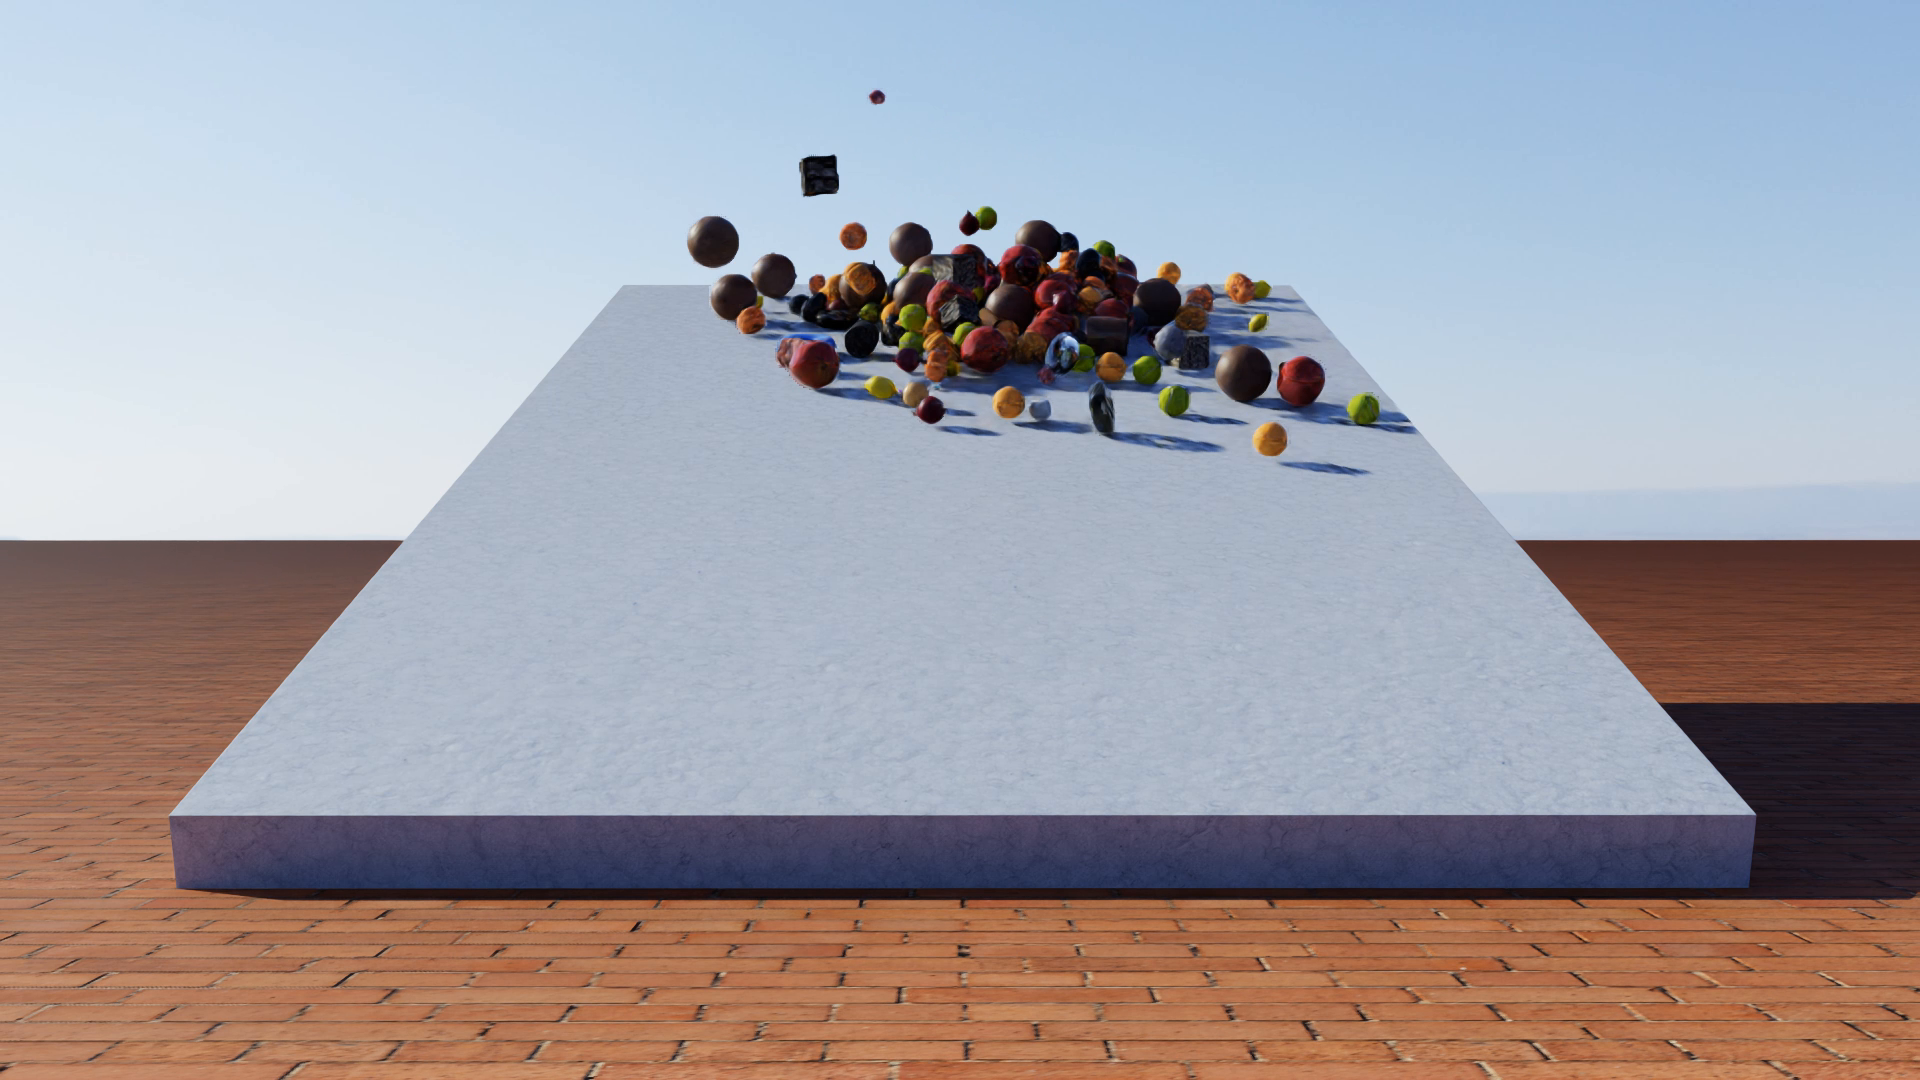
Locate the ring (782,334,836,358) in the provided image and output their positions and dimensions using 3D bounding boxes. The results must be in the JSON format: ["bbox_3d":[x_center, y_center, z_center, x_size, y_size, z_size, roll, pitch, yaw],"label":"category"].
[{"bbox_3d":[-0.385,-0.491,5.590,0.145,0.048,0.145,1,15,0],"label":"ring"}]

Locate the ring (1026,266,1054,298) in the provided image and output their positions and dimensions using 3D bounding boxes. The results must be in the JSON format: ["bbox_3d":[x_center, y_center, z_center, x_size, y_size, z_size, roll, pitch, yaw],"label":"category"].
[{"bbox_3d":[0.224,-0.747,6.395,0.102,0.102,0.034,0,-28,-23],"label":"ring"}]

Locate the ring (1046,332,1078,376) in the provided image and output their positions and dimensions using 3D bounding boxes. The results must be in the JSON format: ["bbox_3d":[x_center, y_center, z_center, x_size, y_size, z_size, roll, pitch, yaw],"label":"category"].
[{"bbox_3d":[0.244,-0.444,5.293,0.037,0.111,0.111,17,-9,-30],"label":"ring"}]

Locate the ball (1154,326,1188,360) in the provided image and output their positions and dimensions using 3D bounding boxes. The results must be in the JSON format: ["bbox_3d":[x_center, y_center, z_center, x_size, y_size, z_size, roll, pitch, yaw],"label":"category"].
[{"bbox_3d":[0.480,-0.449,5.033,0.076,0.076,0.076,0,0,0],"label":"ball"}]

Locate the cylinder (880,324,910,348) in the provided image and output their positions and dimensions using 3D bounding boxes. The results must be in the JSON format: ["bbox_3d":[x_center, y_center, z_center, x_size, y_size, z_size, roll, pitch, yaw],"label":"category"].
[{"bbox_3d":[-0.164,-0.517,5.588,0.054,0.054,0.054,-11,6,-29],"label":"cylinder"}]

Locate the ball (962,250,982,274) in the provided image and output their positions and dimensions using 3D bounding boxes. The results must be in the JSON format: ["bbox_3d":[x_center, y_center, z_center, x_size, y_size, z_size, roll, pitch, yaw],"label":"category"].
[{"bbox_3d":[0.028,-0.828,6.620,0.076,0.076,0.076,0,0,0],"label":"ball"}]

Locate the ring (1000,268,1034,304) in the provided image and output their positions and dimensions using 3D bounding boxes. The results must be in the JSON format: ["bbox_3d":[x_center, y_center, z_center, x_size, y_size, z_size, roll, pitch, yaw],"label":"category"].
[{"bbox_3d":[0.159,-0.702,6.116,0.101,0.101,0.034,0,11,22],"label":"ring"}]

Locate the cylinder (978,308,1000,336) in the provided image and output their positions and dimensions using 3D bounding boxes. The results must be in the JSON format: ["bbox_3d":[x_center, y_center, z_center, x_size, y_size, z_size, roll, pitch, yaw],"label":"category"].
[{"bbox_3d":[0.069,-0.563,5.689,0.052,0.052,0.052,40,8,9],"label":"cylinder"}]

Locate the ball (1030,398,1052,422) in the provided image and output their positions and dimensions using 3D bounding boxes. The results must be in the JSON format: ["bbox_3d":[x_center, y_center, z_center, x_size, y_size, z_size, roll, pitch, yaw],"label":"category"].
[{"bbox_3d":[0.178,-0.288,4.885,0.051,0.051,0.051,0,0,0],"label":"ball"}]

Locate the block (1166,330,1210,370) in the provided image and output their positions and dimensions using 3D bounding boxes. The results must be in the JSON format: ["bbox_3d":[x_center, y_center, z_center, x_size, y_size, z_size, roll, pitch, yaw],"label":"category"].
[{"bbox_3d":[0.562,-0.471,5.470,0.079,0.079,0.079,-6,17,-21],"label":"block"}]

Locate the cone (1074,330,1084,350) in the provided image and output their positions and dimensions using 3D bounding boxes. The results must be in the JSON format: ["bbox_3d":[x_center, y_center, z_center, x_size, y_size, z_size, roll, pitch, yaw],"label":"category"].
[{"bbox_3d":[0.293,-0.507,5.684,0.054,0.054,0.054,-18,-11,37],"label":"cone"}]

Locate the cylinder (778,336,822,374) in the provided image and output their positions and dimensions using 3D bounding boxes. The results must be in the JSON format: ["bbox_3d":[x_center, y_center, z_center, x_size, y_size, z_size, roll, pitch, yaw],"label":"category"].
[{"bbox_3d":[-0.392,-0.453,5.405,0.077,0.077,0.077,18,11,37],"label":"cylinder"}]

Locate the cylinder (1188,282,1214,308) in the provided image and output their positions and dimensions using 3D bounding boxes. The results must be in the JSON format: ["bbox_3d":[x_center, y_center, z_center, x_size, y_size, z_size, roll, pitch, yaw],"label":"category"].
[{"bbox_3d":[0.681,-0.691,6.240,0.056,0.056,0.056,-22,4,-10],"label":"cylinder"}]

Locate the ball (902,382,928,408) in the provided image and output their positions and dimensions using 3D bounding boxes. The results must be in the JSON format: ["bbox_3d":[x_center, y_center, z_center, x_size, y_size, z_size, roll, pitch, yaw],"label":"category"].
[{"bbox_3d":[-0.101,-0.329,5.009,0.060,0.060,0.060,0,0,0],"label":"ball"}]

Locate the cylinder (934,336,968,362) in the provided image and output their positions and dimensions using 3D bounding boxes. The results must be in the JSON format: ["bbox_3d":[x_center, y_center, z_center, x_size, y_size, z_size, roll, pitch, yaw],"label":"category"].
[{"bbox_3d":[-0.022,-0.476,5.520,0.059,0.059,0.059,11,7,34],"label":"cylinder"}]

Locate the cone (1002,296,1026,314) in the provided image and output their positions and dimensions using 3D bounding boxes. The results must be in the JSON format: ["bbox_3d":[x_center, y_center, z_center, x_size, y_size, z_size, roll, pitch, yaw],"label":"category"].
[{"bbox_3d":[0.135,-0.656,6.186,0.078,0.078,0.078,0,-12,-23],"label":"cone"}]

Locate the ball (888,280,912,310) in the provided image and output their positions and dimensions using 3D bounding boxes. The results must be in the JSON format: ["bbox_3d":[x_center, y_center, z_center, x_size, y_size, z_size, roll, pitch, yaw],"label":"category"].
[{"bbox_3d":[-0.159,-0.692,6.219,0.085,0.085,0.085,0,0,0],"label":"ball"}]

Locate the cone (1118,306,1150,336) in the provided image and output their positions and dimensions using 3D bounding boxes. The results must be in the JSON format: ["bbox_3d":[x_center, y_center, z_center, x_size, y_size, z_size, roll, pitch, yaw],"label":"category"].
[{"bbox_3d":[0.452,-0.559,5.830,0.083,0.083,0.083,10,-38,8],"label":"cone"}]

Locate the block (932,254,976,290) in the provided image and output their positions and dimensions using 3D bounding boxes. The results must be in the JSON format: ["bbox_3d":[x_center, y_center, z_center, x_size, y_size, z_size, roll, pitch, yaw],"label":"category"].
[{"bbox_3d":[-0.014,-0.714,5.865,0.082,0.082,0.082,-10,17,-39],"label":"block"}]

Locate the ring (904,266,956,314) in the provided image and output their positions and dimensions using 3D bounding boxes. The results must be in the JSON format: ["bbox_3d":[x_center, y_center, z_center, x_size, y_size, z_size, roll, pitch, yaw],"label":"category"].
[{"bbox_3d":[-0.082,-0.694,6.147,0.146,0.146,0.049,0,-19,2],"label":"ring"}]

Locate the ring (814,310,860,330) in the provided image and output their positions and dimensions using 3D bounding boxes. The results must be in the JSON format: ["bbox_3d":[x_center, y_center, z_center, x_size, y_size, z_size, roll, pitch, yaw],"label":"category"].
[{"bbox_3d":[-0.333,-0.596,5.967,0.122,0.041,0.122,2,15,0],"label":"ring"}]

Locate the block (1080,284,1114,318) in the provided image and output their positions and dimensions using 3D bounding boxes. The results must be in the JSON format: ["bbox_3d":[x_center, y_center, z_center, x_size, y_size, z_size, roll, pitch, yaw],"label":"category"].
[{"bbox_3d":[0.367,-0.635,5.938,0.076,0.076,0.076,15,15,0],"label":"block"}]

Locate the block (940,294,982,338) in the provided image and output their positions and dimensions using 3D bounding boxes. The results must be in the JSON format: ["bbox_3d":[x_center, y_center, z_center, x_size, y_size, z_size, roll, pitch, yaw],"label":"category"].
[{"bbox_3d":[0.001,-0.557,5.500,0.068,0.068,0.068,16,-39,-37],"label":"block"}]

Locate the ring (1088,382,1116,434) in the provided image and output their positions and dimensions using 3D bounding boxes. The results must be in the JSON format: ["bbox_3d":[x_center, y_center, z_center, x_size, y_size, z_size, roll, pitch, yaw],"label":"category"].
[{"bbox_3d":[0.306,-0.283,4.753,0.039,0.116,0.116,-11,-2,14],"label":"ring"}]

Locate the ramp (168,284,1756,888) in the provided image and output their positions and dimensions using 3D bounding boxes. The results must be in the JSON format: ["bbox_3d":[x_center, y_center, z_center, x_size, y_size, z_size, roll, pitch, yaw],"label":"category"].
[{"bbox_3d":[-0.002,-0.161,4.717,2.000,0.100,4.000,0,16,0],"label":"ramp"}]

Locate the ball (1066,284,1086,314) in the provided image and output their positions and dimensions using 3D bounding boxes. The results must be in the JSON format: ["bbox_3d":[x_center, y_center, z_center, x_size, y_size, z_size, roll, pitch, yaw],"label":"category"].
[{"bbox_3d":[0.337,-0.672,6.156,0.083,0.083,0.083,0,0,0],"label":"ball"}]

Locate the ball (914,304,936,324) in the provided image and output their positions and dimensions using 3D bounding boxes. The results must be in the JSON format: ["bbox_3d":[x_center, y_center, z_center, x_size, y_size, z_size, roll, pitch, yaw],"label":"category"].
[{"bbox_3d":[-0.094,-0.612,5.992,0.057,0.057,0.057,0,0,0],"label":"ball"}]

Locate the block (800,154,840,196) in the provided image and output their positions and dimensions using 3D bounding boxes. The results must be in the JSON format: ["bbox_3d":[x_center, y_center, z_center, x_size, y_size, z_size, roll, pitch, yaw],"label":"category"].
[{"bbox_3d":[-0.384,-0.994,6.026,0.092,0.092,0.092,-7,2,-9],"label":"block"}]

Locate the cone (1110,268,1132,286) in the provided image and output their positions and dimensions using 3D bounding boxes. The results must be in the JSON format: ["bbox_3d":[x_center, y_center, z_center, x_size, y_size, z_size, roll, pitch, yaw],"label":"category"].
[{"bbox_3d":[0.458,-0.734,6.202,0.052,0.052,0.052,21,11,30],"label":"cone"}]
